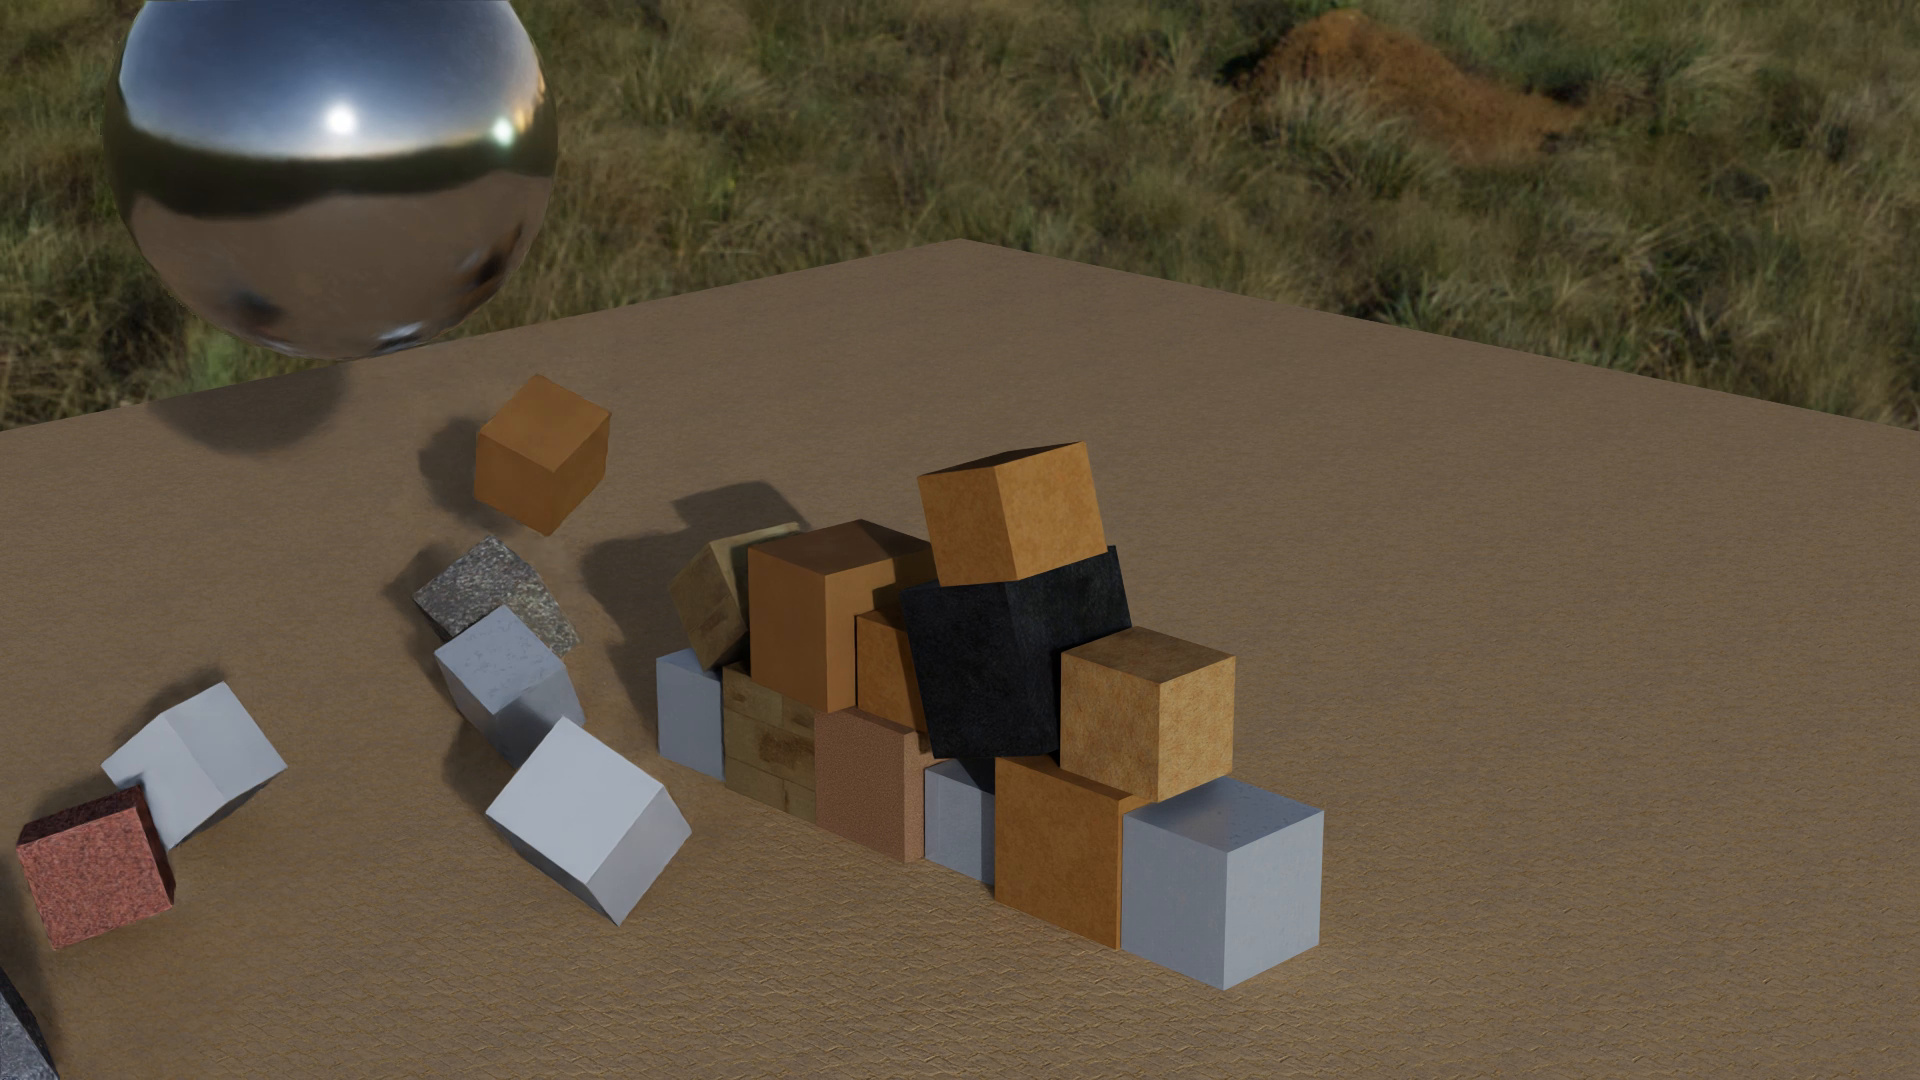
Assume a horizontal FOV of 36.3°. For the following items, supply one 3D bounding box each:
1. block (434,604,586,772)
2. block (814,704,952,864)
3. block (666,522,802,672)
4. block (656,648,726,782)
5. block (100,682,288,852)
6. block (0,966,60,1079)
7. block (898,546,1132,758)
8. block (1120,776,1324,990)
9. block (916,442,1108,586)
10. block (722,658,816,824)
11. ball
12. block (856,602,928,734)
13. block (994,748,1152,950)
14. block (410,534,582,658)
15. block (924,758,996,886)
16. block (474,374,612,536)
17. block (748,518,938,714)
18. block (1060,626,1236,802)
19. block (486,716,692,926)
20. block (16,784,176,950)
[{"bbox_3d":[-2.253,0.740,14.699,0.433,0.480,0.545,-36,54,-19],"label":"block"},{"bbox_3d":[-0.247,1.062,13.900,0.624,0.639,0.623,-16,24,-41],"label":"block"},{"bbox_3d":[-1.041,0.281,14.547,0.530,0.485,0.503,-14,-18,-37],"label":"block"},{"bbox_3d":[-1.115,0.839,14.802,0.600,0.523,0.560,-17,24,-42],"label":"block"},{"bbox_3d":[-3.596,1.063,13.784,0.467,0.511,0.504,-37,-1,25],"label":"block"},{"bbox_3d":[-3.868,1.839,11.047,0.593,0.689,0.647,-31,27,-15],"label":"block"},{"bbox_3d":[0.291,0.506,13.204,0.727,0.780,0.683,-17,7,-43],"label":"block"},{"bbox_3d":[1.128,1.465,12.634,0.641,0.629,0.580,-17,24,-42],"label":"block"},{"bbox_3d":[0.231,-0.114,12.944,0.561,0.502,0.509,-17,7,-41],"label":"block"},{"bbox_3d":[-0.701,0.924,14.344,0.664,0.637,0.621,17,24,42],"label":"block"},{"bbox_3d":[-2.247,-1.444,10.532,1.600,1.600,1.600,0,17,0],"label":"ball"},{"bbox_3d":[-0.151,0.568,13.645,0.459,0.456,0.467,16,24,42],"label":"block"},{"bbox_3d":[0.648,1.296,13.059,0.731,0.697,0.659,17,24,42],"label":"block"},{"bbox_3d":[-2.415,0.413,15.279,0.536,0.538,0.507,-40,41,-15],"label":"block"},{"bbox_3d":[0.188,1.278,13.535,0.447,0.446,0.544,-17,24,-42],"label":"block"},{"bbox_3d":[-2.368,-0.481,16.621,0.506,0.542,0.577,28,49,13],"label":"block"},{"bbox_3d":[-0.549,0.352,13.970,0.693,0.674,0.590,-15,22,-39],"label":"block"},{"bbox_3d":[0.813,0.749,12.739,0.564,0.539,0.495,16,24,42],"label":"block"},{"bbox_3d":[-1.610,1.231,12.791,0.566,0.636,0.534,32,74,19],"label":"block"},{"bbox_3d":[-3.728,1.408,12.676,0.514,0.471,0.516,-19,10,-11],"label":"block"}]
